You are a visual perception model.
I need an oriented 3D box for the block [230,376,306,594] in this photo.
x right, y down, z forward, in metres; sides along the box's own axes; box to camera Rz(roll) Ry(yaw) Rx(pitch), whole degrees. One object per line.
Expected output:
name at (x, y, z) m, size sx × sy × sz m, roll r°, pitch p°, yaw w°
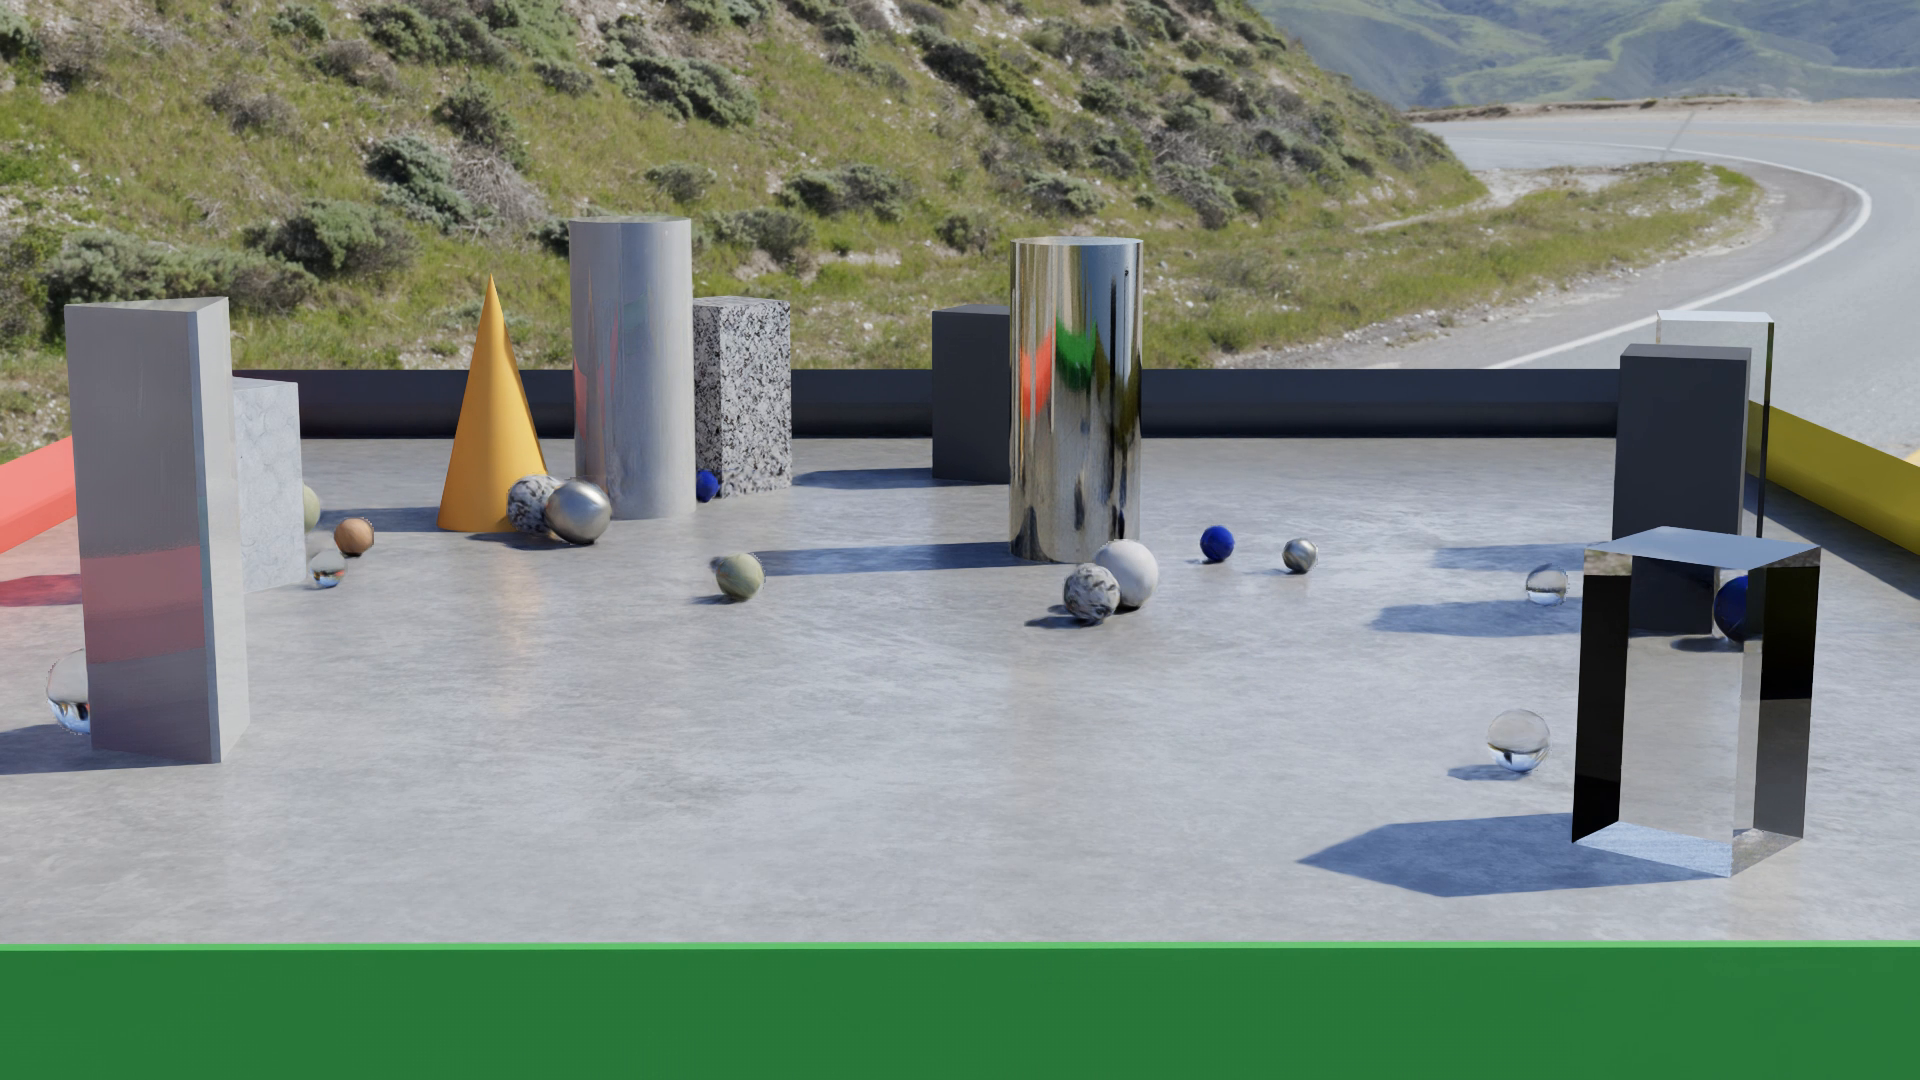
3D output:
block at (-1.048, -0.079, 3.634) m, size 0.159 × 0.284 × 0.159 m, roll 7°, pitch 12°, yaw 32°

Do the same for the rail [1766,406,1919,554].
rail at (1.426, 0.032, 3.457) m, size 0.045 × 0.129 × 3.398 m, roll 0°, pitch 10°, yaw 0°

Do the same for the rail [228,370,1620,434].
rail at (-0.010, -0.271, 5.096) m, size 2.900 × 0.129 × 0.045 m, roll 0°, pitch 10°, yaw 0°

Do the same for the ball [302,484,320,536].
ball at (-1.043, -0.047, 3.992) m, size 0.092 × 0.092 × 0.092 m, roll 0°, pitch 10°, yaw 0°

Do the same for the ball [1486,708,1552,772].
ball at (0.583, 0.209, 2.677) m, size 0.066 × 0.066 × 0.066 m, roll 0°, pitch 10°, yaw 0°

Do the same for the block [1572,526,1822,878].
block at (0.693, 0.146, 2.416) m, size 0.159 × 0.284 × 0.159 m, roll 9°, pitch 14°, yaw 40°

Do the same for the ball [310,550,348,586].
ball at (-0.894, 0.040, 3.632) m, size 0.052 × 0.052 × 0.052 m, roll 0°, pitch 10°, yaw 0°

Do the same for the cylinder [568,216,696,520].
cylinder at (-0.538, -0.287, 4.222) m, size 0.199 × 0.480 × 0.199 m, roll 0°, pitch 10°, yaw 0°

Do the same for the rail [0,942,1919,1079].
rail at (0.010, 0.338, 1.801) m, size 2.900 × 0.129 × 0.045 m, roll 0°, pitch 10°, yaw 0°

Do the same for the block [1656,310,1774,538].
block at (1.127, -0.159, 3.866) m, size 0.159 × 0.358 × 0.159 m, roll 2°, pitch 11°, yaw 13°

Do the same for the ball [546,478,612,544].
ball at (-0.588, -0.044, 3.957) m, size 0.100 × 0.100 × 0.100 m, roll 0°, pitch 10°, yaw 0°

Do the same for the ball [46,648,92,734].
ball at (-0.957, 0.166, 2.829) m, size 0.095 × 0.095 × 0.095 m, roll 0°, pitch 10°, yaw 0°

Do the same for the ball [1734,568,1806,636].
ball at (1.046, 0.080, 3.313) m, size 0.088 × 0.088 × 0.088 m, roll 0°, pitch 10°, yaw 0°

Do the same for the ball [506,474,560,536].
ball at (-0.661, -0.055, 4.022) m, size 0.097 × 0.097 × 0.097 m, roll 0°, pitch 10°, yaw 0°

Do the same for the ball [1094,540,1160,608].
ball at (0.224, 0.046, 3.486) m, size 0.092 × 0.092 × 0.092 m, roll 0°, pitch 10°, yaw 0°

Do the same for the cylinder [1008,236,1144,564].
cylinder at (0.173, -0.214, 3.856) m, size 0.199 × 0.470 × 0.199 m, roll 0°, pitch 10°, yaw 0°

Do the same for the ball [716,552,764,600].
ball at (-0.304, 0.050, 3.543) m, size 0.065 × 0.065 × 0.065 m, roll 0°, pitch 10°, yaw 0°

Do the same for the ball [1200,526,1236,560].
ball at (0.383, 0.005, 3.820) m, size 0.052 × 0.052 × 0.052 m, roll 0°, pitch 10°, yaw 0°

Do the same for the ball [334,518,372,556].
ball at (-0.913, -0.005, 3.864) m, size 0.056 × 0.056 × 0.056 m, roll 0°, pitch 10°, yaw 0°

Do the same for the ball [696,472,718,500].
ball at (-0.434, -0.092, 4.348) m, size 0.050 × 0.050 × 0.050 m, roll 0°, pitch 10°, yaw 0°

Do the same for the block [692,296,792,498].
block at (-0.406, -0.252, 4.458) m, size 0.159 × 0.326 × 0.159 m, roll 10°, pitch 14°, yaw 43°

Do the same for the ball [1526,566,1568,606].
ball at (0.800, 0.062, 3.501) m, size 0.055 × 0.055 × 0.055 m, roll 0°, pitch 10°, yaw 0°

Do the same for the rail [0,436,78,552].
rail at (-1.426, 0.035, 3.441) m, size 0.045 × 0.129 × 3.398 m, roll 0°, pitch 10°, yaw 0°

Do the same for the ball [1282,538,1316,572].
ball at (0.494, 0.022, 3.736) m, size 0.050 × 0.050 × 0.050 m, roll 0°, pitch 10°, yaw 0°

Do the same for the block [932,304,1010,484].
block at (0.057, -0.264, 4.596) m, size 0.159 × 0.299 × 0.159 m, roll 5°, pitch 12°, yaw 26°

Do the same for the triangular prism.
triangular prism at (-0.832, -0.018, 2.771) m, size 0.172 × 0.478 × 0.149 m, roll 5°, pitch 12°, yaw 25°

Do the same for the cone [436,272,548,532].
cone at (-0.746, -0.228, 4.113) m, size 0.199 × 0.403 × 0.199 m, roll 0°, pitch 10°, yaw 0°

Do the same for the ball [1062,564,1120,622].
ball at (0.174, 0.071, 3.399) m, size 0.076 × 0.076 × 0.076 m, roll 0°, pitch 10°, yaw 0°

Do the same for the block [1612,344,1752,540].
block at (0.967, -0.078, 3.445) m, size 0.159 × 0.352 × 0.159 m, roll 4°, pitch 11°, yaw 19°
